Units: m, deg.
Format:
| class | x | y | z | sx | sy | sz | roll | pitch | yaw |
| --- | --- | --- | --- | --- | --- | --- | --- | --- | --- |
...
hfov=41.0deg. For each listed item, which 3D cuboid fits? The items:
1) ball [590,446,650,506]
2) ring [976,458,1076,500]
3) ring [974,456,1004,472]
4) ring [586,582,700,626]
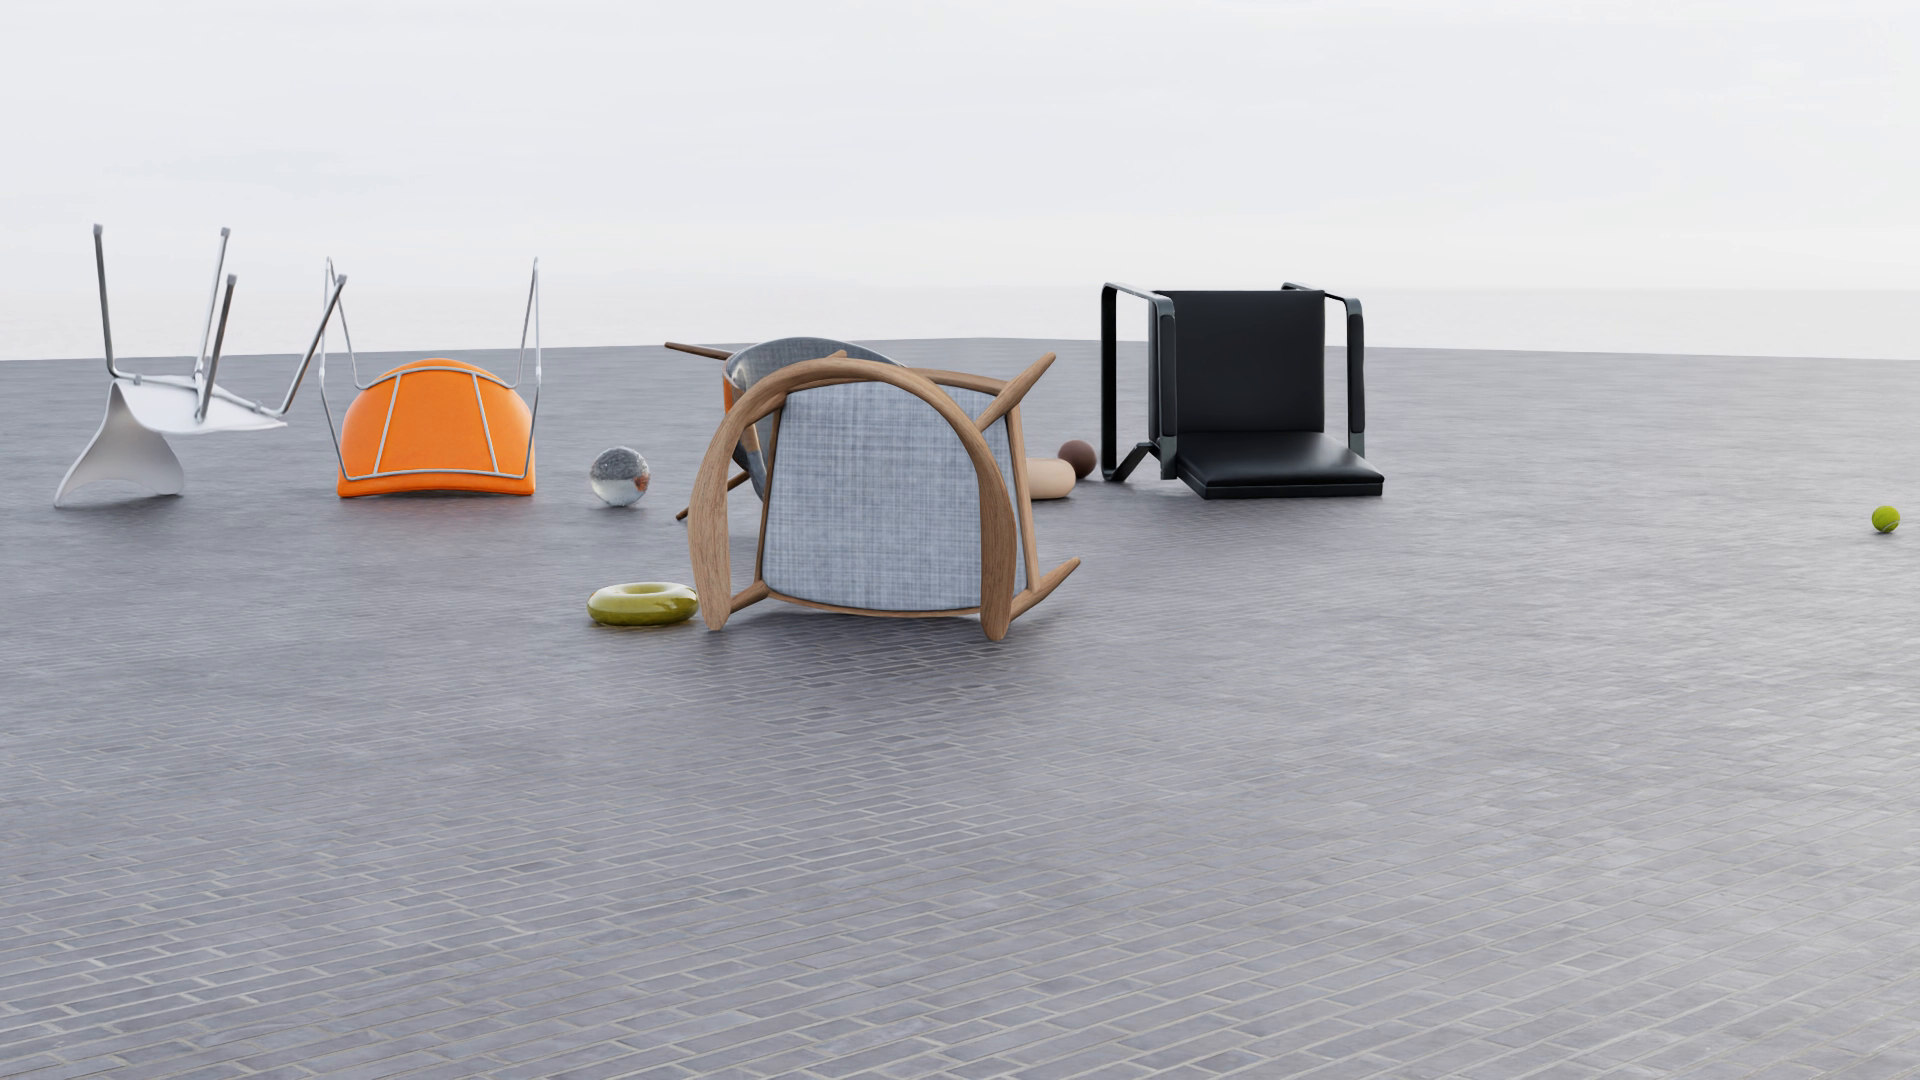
| class | x | y | z | sx | sy | sz | roll | pitch | yaw |
| --- | --- | --- | --- | --- | --- | --- | --- | --- | --- |
| ball | -0.973 | -0.181 | 7.344 | 0.170 | 0.170 | 0.170 | 0 | 6 | 0 |
| ring | 0.195 | -0.183 | 7.640 | 0.288 | 0.114 | 0.333 | 2 | 5 | 33 |
| ring | 0.118 | -0.248 | 8.585 | 0.142 | 0.048 | 0.259 | 2 | 7 | 12 |
| ring | -0.606 | 0.123 | 4.920 | 0.216 | 0.062 | 0.261 | -1 | 7 | 3 |
